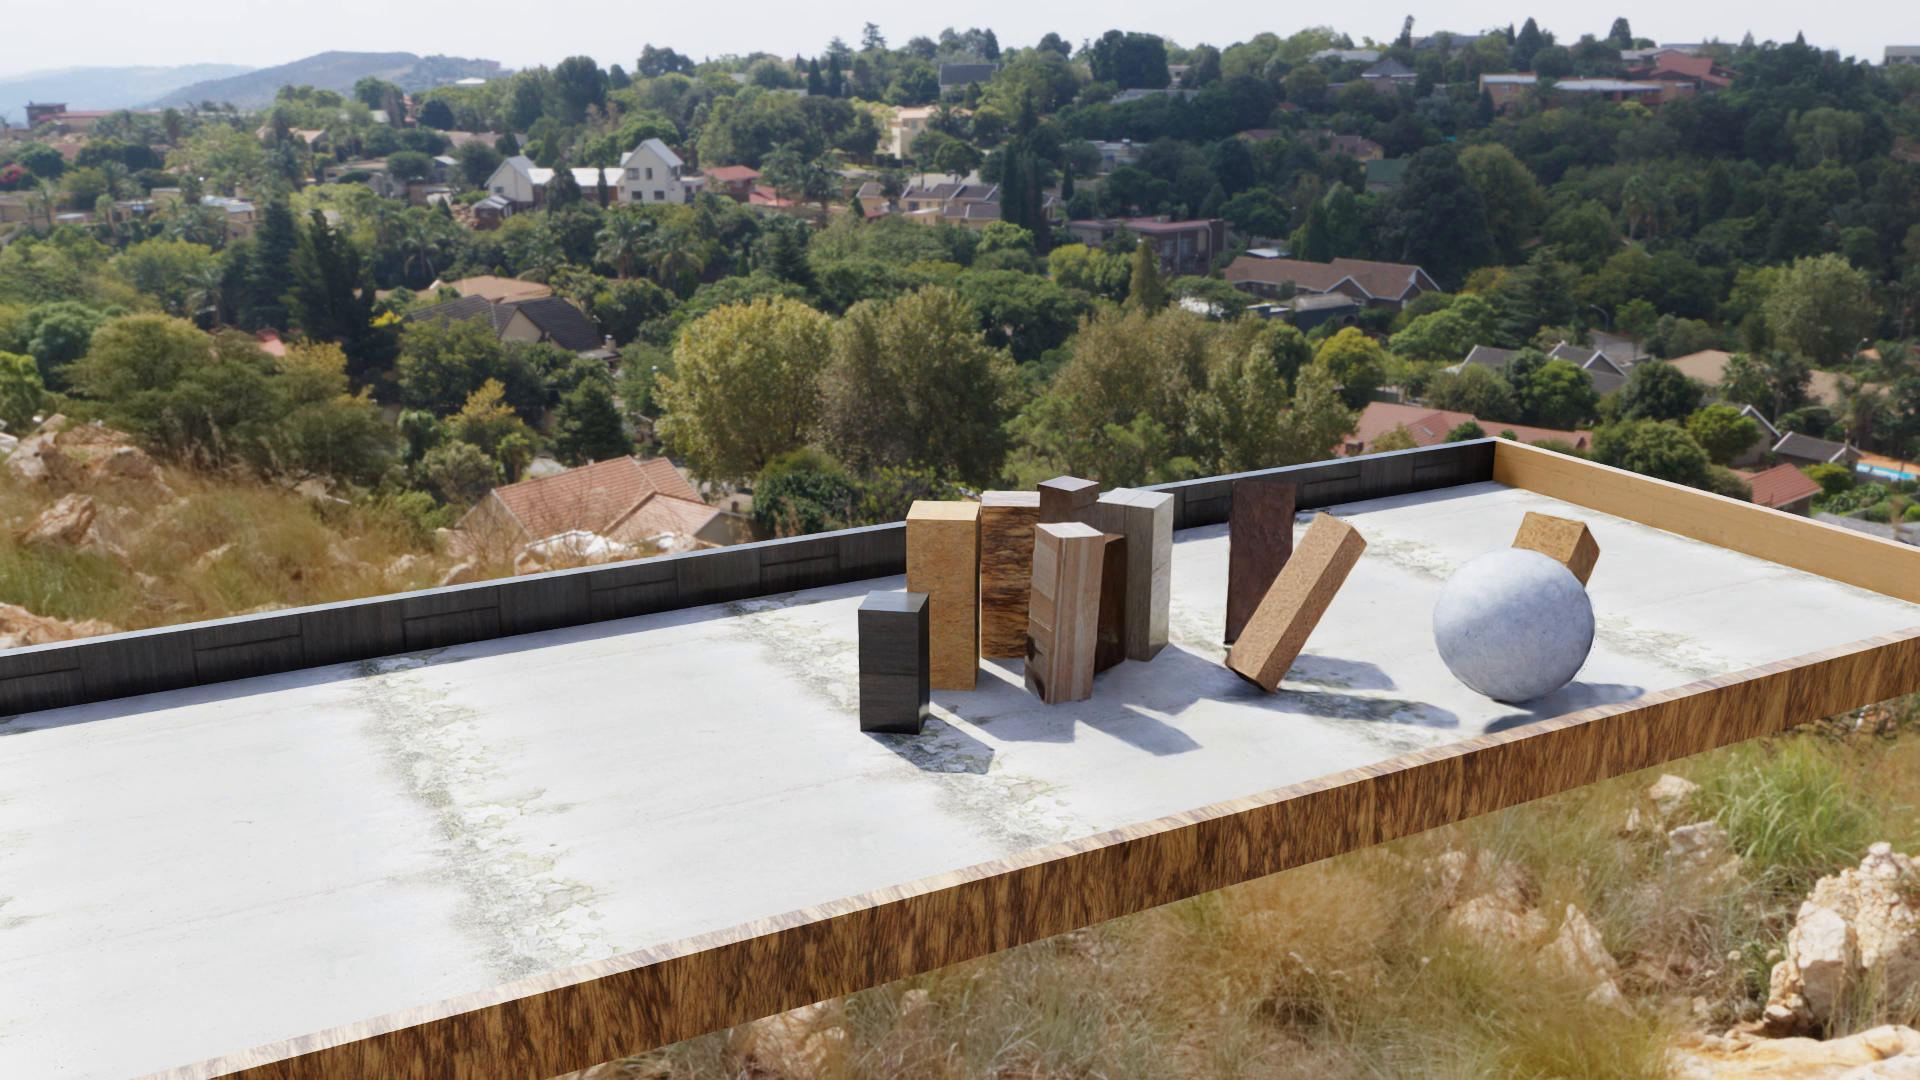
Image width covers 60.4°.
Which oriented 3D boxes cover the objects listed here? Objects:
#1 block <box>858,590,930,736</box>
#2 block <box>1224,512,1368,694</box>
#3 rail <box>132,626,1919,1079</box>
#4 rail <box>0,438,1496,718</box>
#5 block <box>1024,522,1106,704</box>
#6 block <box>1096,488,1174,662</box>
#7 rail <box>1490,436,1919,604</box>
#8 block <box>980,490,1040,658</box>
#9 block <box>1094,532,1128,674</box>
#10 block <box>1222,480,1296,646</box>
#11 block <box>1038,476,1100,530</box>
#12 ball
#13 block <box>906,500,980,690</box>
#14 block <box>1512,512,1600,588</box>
[{"bbox_3d":[-0.153,0.285,3.853,0.140,0.300,0.140,3,17,9],"label":"block"},{"bbox_3d":[0.829,0.155,4.075,0.103,0.447,0.103,29,-7,44],"label":"block"},{"bbox_3d":[-2.336,1.006,1.665,12.000,0.150,0.050,-9,18,-27],"label":"rail"},{"bbox_3d":[-3.305,0.497,3.399,12.000,0.150,0.050,-9,18,-27],"label":"rail"},{"bbox_3d":[0.252,0.176,4.008,0.124,0.415,0.124,-3,16,-24],"label":"block"},{"bbox_3d":[0.453,0.089,4.319,0.157,0.413,0.157,8,18,25],"label":"block"},{"bbox_3d":[2.466,-0.048,5.253,0.050,0.150,2.100,-9,18,-27],"label":"rail"},{"bbox_3d":[0.132,0.090,4.318,0.148,0.411,0.148,1,16,3],"label":"block"},{"bbox_3d":[0.320,0.155,4.214,0.151,0.332,0.151,9,16,36],"label":"block"},{"bbox_3d":[0.783,0.068,4.327,0.159,0.417,0.159,4,-9,7],"label":"block"},{"bbox_3d":[0.300,0.022,4.616,0.122,0.374,0.122,14,22,40],"label":"block"},{"bbox_3d":[1.284,0.196,3.832,0.357,0.357,0.357,0,16,0],"label":"ball"},{"bbox_3d":[-0.040,0.138,4.108,0.167,0.439,0.167,1,16,5],"label":"block"},{"bbox_3d":[1.430,0.153,4.110,0.152,0.407,0.152,16,-18,42],"label":"block"}]
